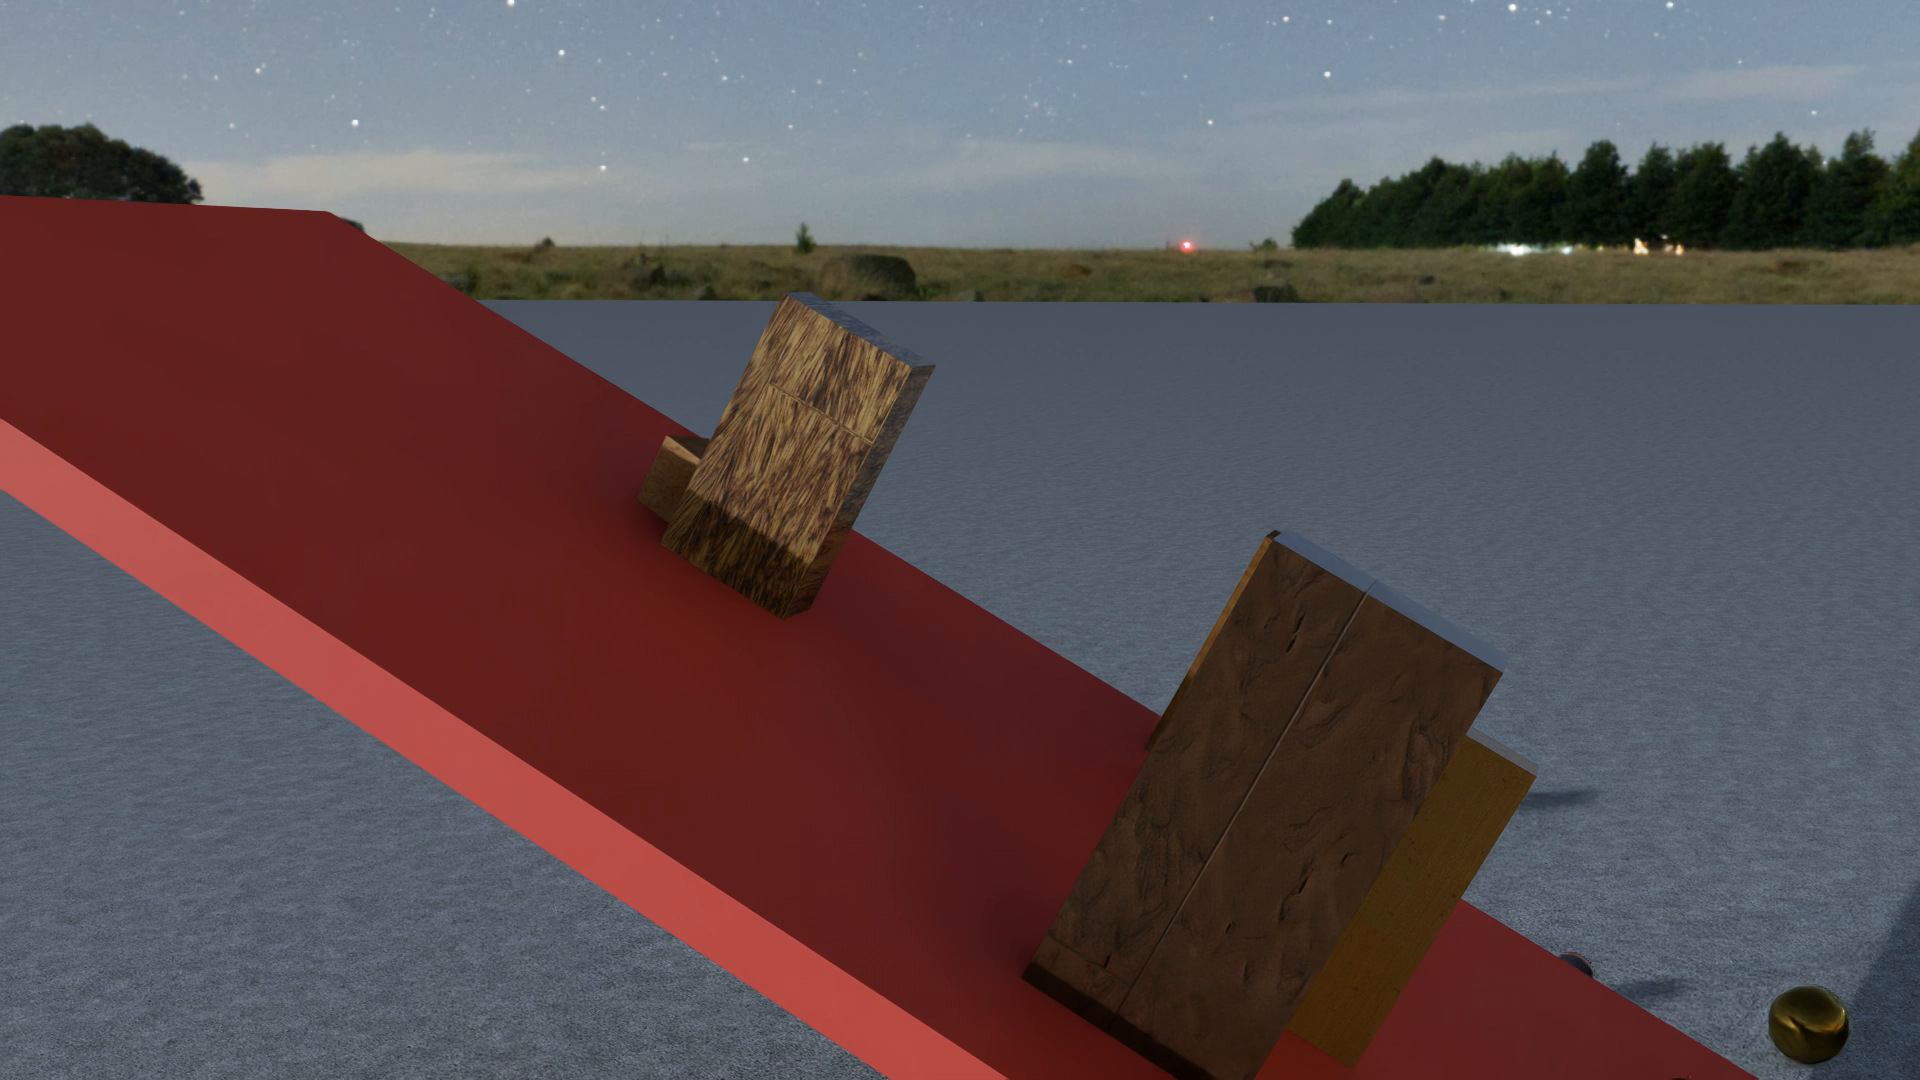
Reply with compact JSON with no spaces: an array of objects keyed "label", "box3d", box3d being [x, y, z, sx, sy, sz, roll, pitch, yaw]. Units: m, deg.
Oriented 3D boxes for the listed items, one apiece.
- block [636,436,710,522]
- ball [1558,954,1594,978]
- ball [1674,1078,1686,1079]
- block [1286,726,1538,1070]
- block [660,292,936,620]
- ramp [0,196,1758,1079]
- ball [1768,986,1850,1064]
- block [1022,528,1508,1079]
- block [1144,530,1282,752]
[{"label":"block","box3d":[-0.548,-0.112,4.605,0.151,0.151,0.151,35,16,26]},{"label":"ball","box3d":[1.547,1.117,5.593,0.123,0.123,0.123,0,7,0]},{"label":"ball","box3d":[1.334,1.060,4.055,0.130,0.130,0.130,0,7,0]},{"label":"block","box3d":[0.673,0.550,3.667,0.308,0.590,0.083,31,14,12]},{"label":"block","box3d":[-0.324,-0.169,4.367,0.300,0.568,0.147,31,14,12]},{"label":"ramp","box3d":[-0.210,0.347,4.141,4.000,0.100,2.000,31,14,12]},{"label":"ball","box3d":[1.993,1.139,5.168,0.179,0.179,0.179,0,7,0]},{"label":"block","box3d":[0.451,0.421,3.302,0.374,0.786,0.144,31,14,12]},{"label":"block","box3d":[0.650,0.282,4.682,0.274,0.532,0.135,31,14,12]}]
